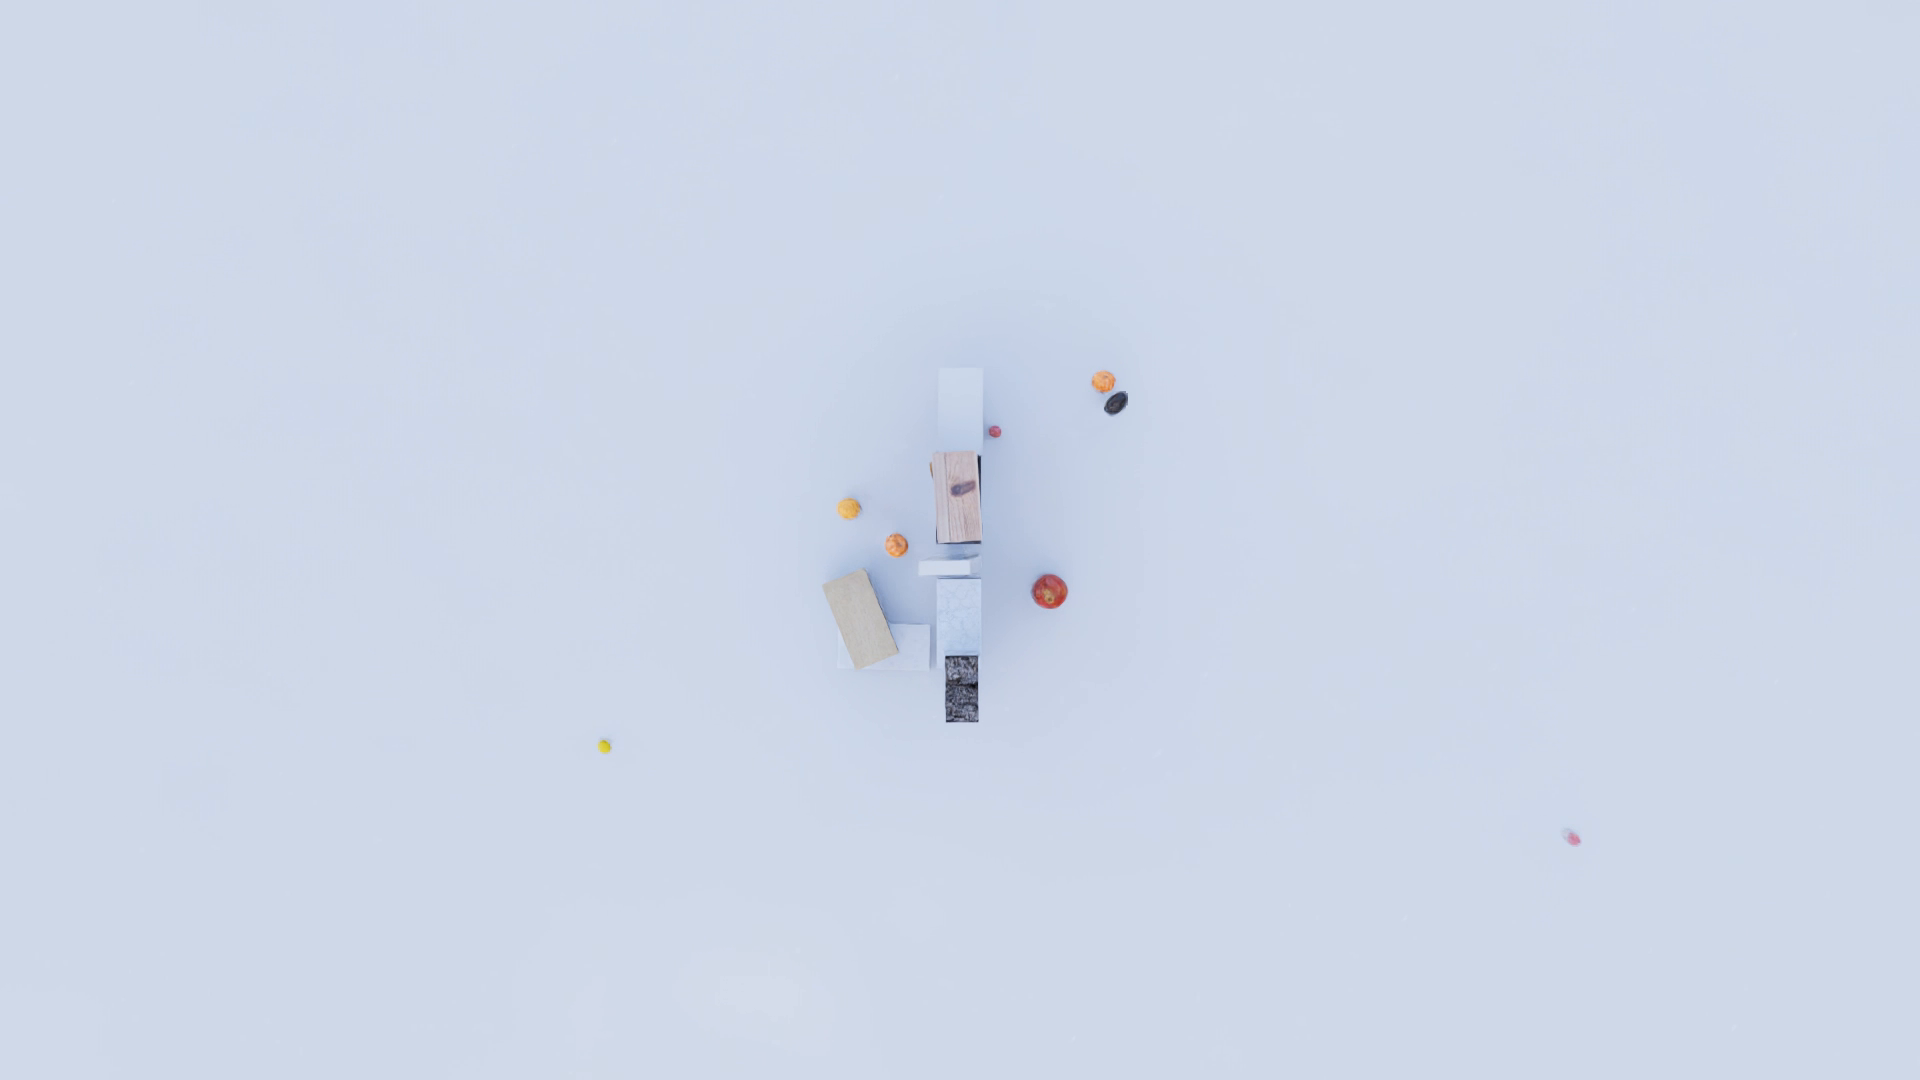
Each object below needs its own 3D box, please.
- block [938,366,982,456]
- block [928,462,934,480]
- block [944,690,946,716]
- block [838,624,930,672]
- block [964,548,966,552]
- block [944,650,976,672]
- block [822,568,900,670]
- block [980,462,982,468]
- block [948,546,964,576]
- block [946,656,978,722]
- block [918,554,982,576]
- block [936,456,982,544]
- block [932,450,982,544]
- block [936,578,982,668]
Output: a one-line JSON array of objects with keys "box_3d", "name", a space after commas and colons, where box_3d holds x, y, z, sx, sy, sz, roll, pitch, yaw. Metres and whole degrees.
[{"box_3d": [0.001, -0.394, 5.064, 0.135, 0.038, 0.271, 0, 90, 0], "name": "block"}, {"box_3d": [-0.023, -0.221, 5.042, 0.134, 0.267, 0.038, -10, 89, 0], "name": "block"}, {"box_3d": [0.001, 0.507, 5.239, 0.100, 0.520, 0.028, 0, 93, 0], "name": "block"}, {"box_3d": [-0.252, 0.353, 5.478, 0.304, 0.043, 0.152, 2, 90, 0], "name": "block"}, {"box_3d": [-0.007, 0.034, 5.448, 0.050, 0.100, 0.014, -1, 90, 4], "name": "block"}, {"box_3d": [0.002, 0.373, 5.079, 0.100, 0.200, 0.028, 0, 97, 0], "name": "block"}, {"box_3d": [-0.328, 0.261, 5.436, 0.152, 0.043, 0.304, -22, 88, -1], "name": "block"}, {"box_3d": [-0.004, -0.223, 5.358, 0.142, 0.284, 0.040, 0, 90, 0], "name": "block"}, {"box_3d": [-0.012, 0.067, 5.391, 0.050, 0.014, 0.100, -1, 90, 4], "name": "block"}, {"box_3d": [0.006, 0.449, 4.964, 0.100, 0.028, 0.200, 0, 91, 0], "name": "block"}, {"box_3d": [-0.026, 0.076, 5.129, 0.152, 0.511, 0.043, -1, 91, 5], "name": "block"}, {"box_3d": [-0.005, -0.129, 5.196, 0.142, 0.040, 0.284, 0, 90, 0], "name": "block"}, {"box_3d": [-0.009, -0.128, 4.890, 0.134, 0.038, 0.267, -4, 90, 0], "name": "block"}, {"box_3d": [-0.003, 0.263, 5.199, 0.140, 0.040, 0.281, 0, 90, 0], "name": "block"}]
